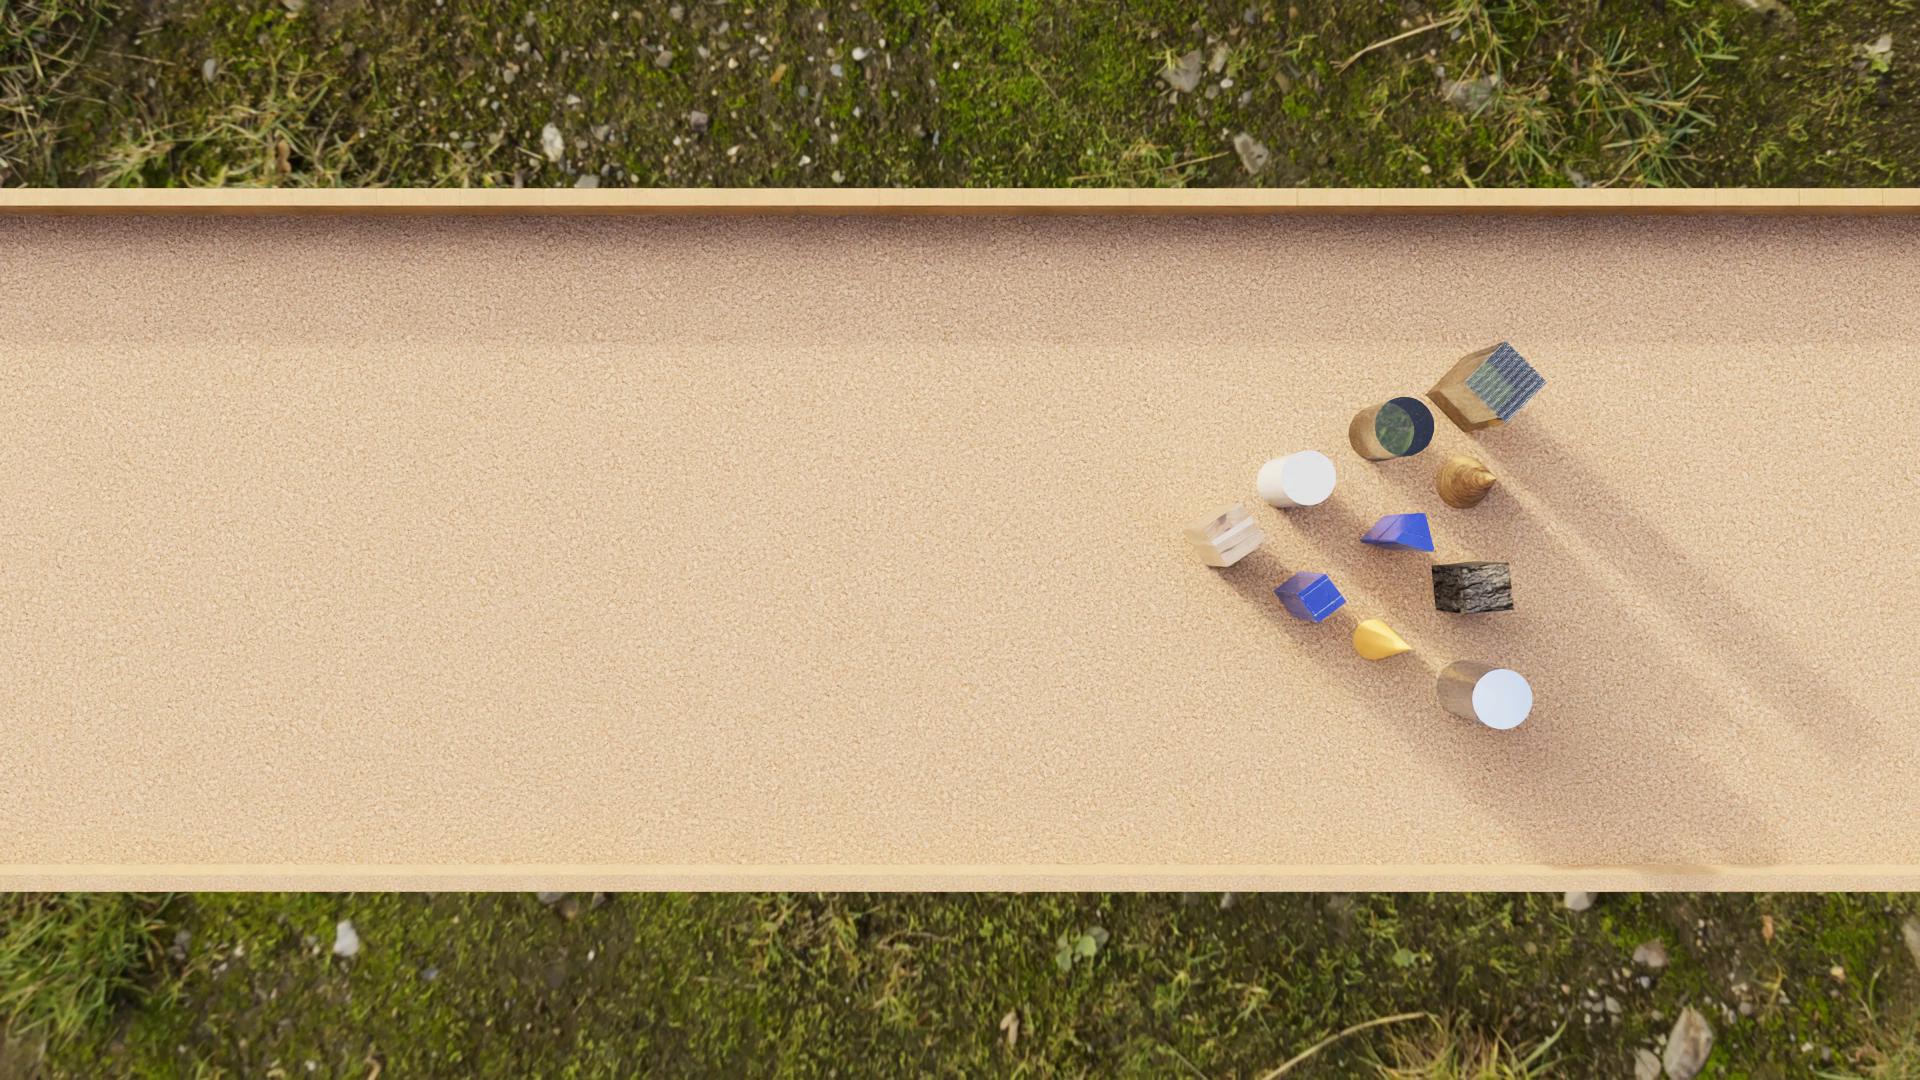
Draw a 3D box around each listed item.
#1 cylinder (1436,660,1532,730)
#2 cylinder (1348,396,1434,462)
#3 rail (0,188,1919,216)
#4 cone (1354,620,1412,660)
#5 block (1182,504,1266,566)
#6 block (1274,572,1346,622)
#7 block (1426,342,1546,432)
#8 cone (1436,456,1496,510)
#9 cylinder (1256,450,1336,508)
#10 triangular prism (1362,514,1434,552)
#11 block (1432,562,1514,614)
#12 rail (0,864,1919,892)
[{"bbox_3d":[1.552,0.455,4.897,0.172,0.358,0.172,0,90,0],"label":"cylinder"},{"bbox_3d":[1.282,-0.327,4.916,0.173,0.320,0.173,0,90,0],"label":"cylinder"},{"bbox_3d":[-2.247,-1.025,5.002,12.000,0.150,0.050,0,90,0],"label":"rail"},{"bbox_3d":[1.274,0.307,4.862,0.125,0.429,0.125,0,90,0],"label":"cone"},{"bbox_3d":[0.773,-0.014,4.857,0.130,0.440,0.130,-33,90,0],"label":"block"},{"bbox_3d":[1.035,0.166,4.896,0.101,0.360,0.101,-37,90,0],"label":"block"},{"bbox_3d":[1.550,-0.448,4.879,0.167,0.395,0.167,-45,90,0],"label":"block"},{"bbox_3d":[1.547,-0.178,4.912,0.166,0.329,0.166,0,90,0],"label":"cone"},{"bbox_3d":[0.990,-0.177,4.882,0.156,0.390,0.156,0,90,0],"label":"cylinder"},{"bbox_3d":[1.297,-0.029,4.865,0.110,0.423,0.096,16,90,0],"label":"triangular prism"},{"bbox_3d":[1.525,0.140,4.921,0.137,0.312,0.137,-6,90,0],"label":"block"},{"bbox_3d":[-2.247,1.025,5.001,12.000,0.150,0.050,0,90,0],"label":"rail"}]
